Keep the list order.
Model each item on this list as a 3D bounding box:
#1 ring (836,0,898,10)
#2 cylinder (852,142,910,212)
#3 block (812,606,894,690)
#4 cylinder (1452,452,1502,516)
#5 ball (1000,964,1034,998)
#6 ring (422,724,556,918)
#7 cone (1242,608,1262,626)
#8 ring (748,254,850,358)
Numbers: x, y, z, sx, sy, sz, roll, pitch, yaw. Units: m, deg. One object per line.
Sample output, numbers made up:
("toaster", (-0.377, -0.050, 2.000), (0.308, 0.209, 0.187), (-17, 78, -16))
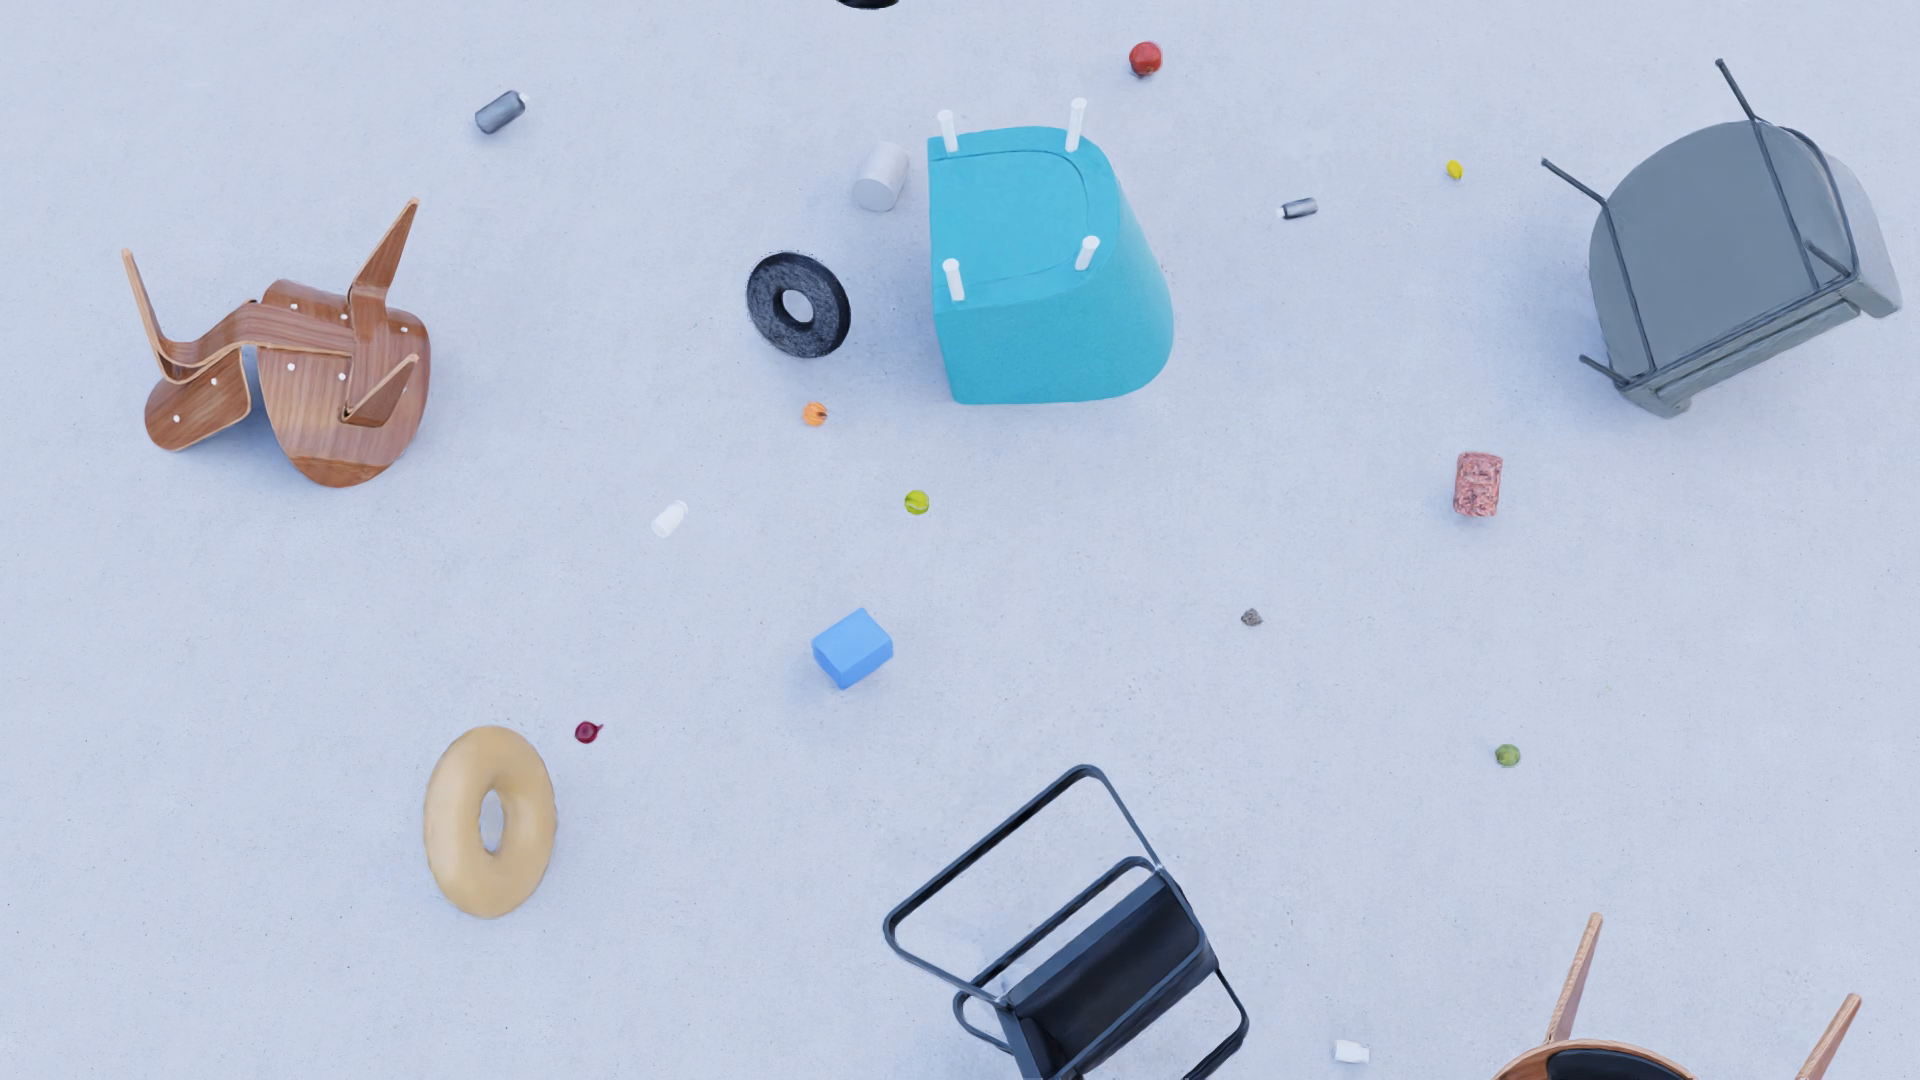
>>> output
("ring", (-0.323, -1.913, 7.255), (0.380, 0.316, 0.178), (18, 38, -18))
("cylinder", (-0.261, -1.205, 7.290), (0.150, 0.155, 0.175), (24, 57, -7))
("block", (-0.308, 0.311, 6.305), (0.181, 0.096, 0.143), (-34, 61, -20))
("cylinder", (1.544, -0.166, 6.561), (0.131, 0.164, 0.120), (13, 22, 31))
("ball", (0.150, 1.153, 5.748), (0.087, 0.087, 0.087), (0, 56, 0))
("ring", (-1.233, 0.739, 5.790), (0.125, 0.522, 0.506), (-4, 93, 23))
("cone", (0.856, 0.214, 6.417), (0.062, 0.047, 0.063), (9, 36, 9))
("ring", (-0.503, -0.726, 6.827), (0.358, 0.402, 0.082), (52, 47, -10))
